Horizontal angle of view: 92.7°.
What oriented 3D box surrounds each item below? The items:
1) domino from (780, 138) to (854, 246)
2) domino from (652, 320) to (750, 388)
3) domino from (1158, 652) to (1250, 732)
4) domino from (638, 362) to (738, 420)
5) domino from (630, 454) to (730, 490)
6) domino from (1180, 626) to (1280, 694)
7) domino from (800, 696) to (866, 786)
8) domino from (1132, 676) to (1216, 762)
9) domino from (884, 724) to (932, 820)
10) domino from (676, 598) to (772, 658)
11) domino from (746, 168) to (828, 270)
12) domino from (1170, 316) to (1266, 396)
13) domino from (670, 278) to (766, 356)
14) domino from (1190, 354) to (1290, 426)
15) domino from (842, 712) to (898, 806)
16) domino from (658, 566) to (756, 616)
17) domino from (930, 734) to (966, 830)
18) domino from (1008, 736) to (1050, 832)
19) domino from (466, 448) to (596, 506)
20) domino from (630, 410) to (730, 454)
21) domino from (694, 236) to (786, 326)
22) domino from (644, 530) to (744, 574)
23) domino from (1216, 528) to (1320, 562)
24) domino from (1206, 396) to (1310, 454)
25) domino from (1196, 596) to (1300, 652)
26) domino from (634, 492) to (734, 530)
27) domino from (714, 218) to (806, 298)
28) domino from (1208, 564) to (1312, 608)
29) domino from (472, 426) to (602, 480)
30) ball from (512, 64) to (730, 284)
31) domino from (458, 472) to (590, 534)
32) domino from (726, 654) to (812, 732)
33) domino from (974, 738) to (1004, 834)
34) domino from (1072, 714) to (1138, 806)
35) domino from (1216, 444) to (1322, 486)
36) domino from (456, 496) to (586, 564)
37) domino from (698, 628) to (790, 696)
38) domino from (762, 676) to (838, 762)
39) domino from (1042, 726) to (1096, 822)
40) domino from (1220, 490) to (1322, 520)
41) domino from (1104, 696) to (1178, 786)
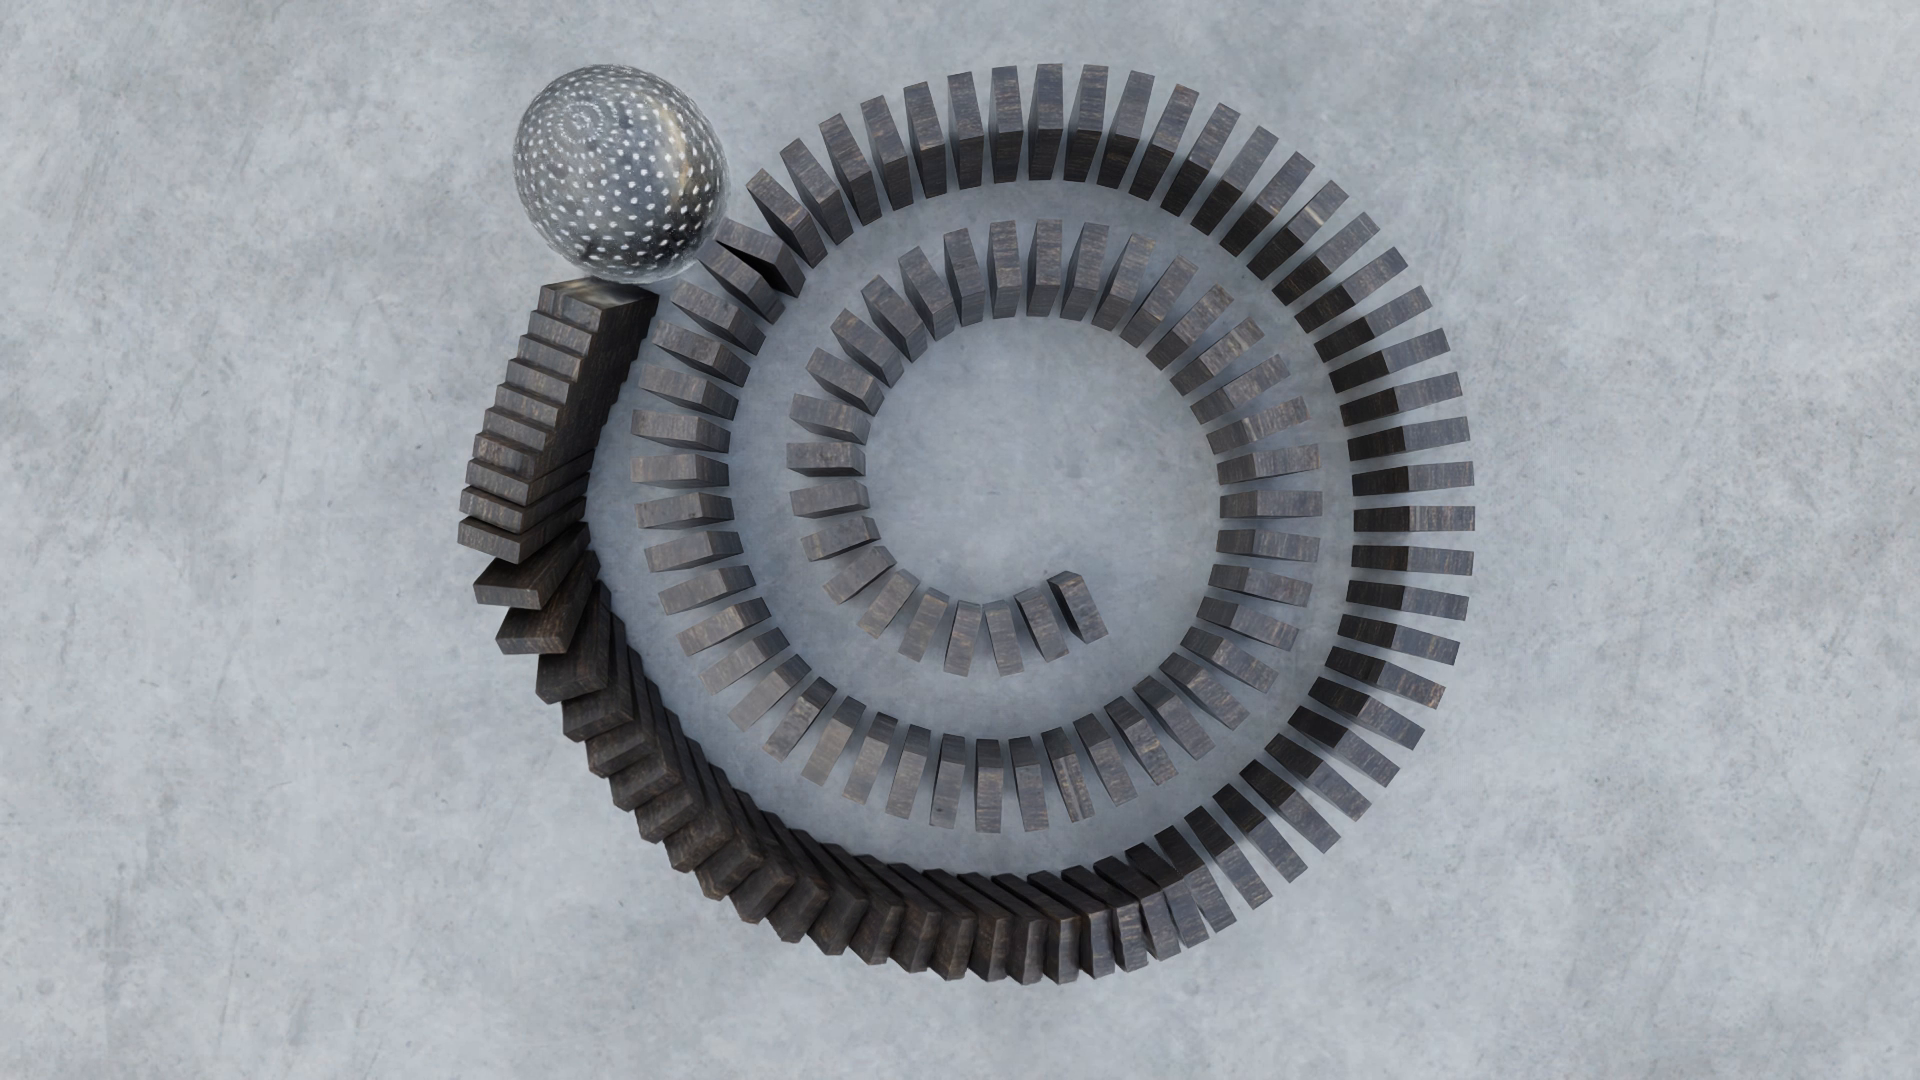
[{"bbox_3d":[-0.058,-0.141,0.375,0.010,0.050,0.025,-38,90,0],"label":"domino"},{"bbox_3d":[-0.105,-0.075,0.375,0.025,0.050,0.009,22,90,0],"label":"domino"},{"bbox_3d":[0.099,0.061,0.375,0.025,0.050,0.010,44,90,0],"label":"domino"},{"bbox_3d":[-0.110,-0.060,0.375,0.025,0.050,0.009,15,90,0],"label":"domino"},{"bbox_3d":[-0.113,-0.028,0.375,0.025,0.050,0.010,-3,90,0],"label":"domino"},{"bbox_3d":[0.109,0.048,0.375,0.025,0.050,0.009,32,90,0],"label":"domino"},{"bbox_3d":[-0.051,0.081,0.375,0.009,0.050,0.025,29,90,0],"label":"domino"},{"bbox_3d":[0.087,0.072,0.375,0.009,0.050,0.025,-38,90,0],"label":"domino"},{"bbox_3d":[-0.021,0.094,0.375,0.010,0.050,0.025,17,90,0],"label":"domino"},{"bbox_3d":[-0.095,0.035,0.375,0.025,0.050,0.010,-28,90,0],"label":"domino"},{"bbox_3d":[-0.070,-0.130,0.375,0.025,0.050,0.009,44,90,0],"label":"domino"},{"bbox_3d":[0.104,-0.074,0.375,0.025,0.050,0.009,-39,90,0],"label":"domino"},{"bbox_3d":[-0.098,-0.090,0.375,0.025,0.050,0.009,27,90,0],"label":"domino"},{"bbox_3d":[0.113,-0.061,0.375,0.025,0.050,0.009,-31,90,0],"label":"domino"},{"bbox_3d":[-0.036,0.088,0.375,0.010,0.050,0.025,23,90,0],"label":"domino"},{"bbox_3d":[-0.102,0.020,0.375,0.025,0.050,0.009,-22,90,0],"label":"domino"},{"bbox_3d":[-0.005,0.097,0.375,0.009,0.050,0.025,11,90,0],"label":"domino"},{"bbox_3d":[0.028,0.099,0.375,0.009,0.050,0.025,-9,90,0],"label":"domino"},{"bbox_3d":[-0.175,-0.031,0.375,0.025,0.050,0.010,22,113,0],"label":"domino"},{"bbox_3d":[-0.113,-0.044,0.375,0.025,0.050,0.010,7,90,0],"label":"domino"},{"bbox_3d":[-0.089,-0.105,0.375,0.025,0.050,0.010,37,90,0],"label":"domino"},{"bbox_3d":[-0.108,0.005,0.375,0.025,0.050,0.009,-16,90,0],"label":"domino"},{"bbox_3d":[0.125,0.002,0.375,0.025,0.050,0.010,8,90,0],"label":"domino"},{"bbox_3d":[0.121,-0.046,0.375,0.025,0.050,0.010,-22,90,0],"label":"domino"},{"bbox_3d":[0.116,0.034,0.375,0.025,0.050,0.009,22,90,0],"label":"domino"},{"bbox_3d":[-0.111,-0.011,0.375,0.025,0.050,0.010,-10,90,0],"label":"domino"},{"bbox_3d":[-0.081,-0.114,0.375,0.025,0.050,0.009,22,90,0],"label":"domino"},{"bbox_3d":[0.121,0.018,0.375,0.025,0.050,0.009,15,90,0],"label":"domino"},{"bbox_3d":[-0.172,-0.041,0.375,0.025,0.050,0.009,22,113,0],"label":"domino"},{"bbox_3d":[-0.131,-0.142,0.360,0.080,0.080,0.080,0,90,0],"label":"ball"},{"bbox_3d":[-0.177,-0.020,0.375,0.025,0.050,0.009,22,114,0],"label":"domino"},{"bbox_3d":[-0.077,0.062,0.375,0.025,0.050,0.009,-43,90,0],"label":"domino"},{"bbox_3d":[0.011,0.099,0.375,0.009,0.050,0.025,3,90,0],"label":"domino"},{"bbox_3d":[0.059,0.089,0.375,0.009,0.050,0.025,-25,90,0],"label":"domino"},{"bbox_3d":[0.125,-0.030,0.375,0.025,0.050,0.009,-8,90,0],"label":"domino"},{"bbox_3d":[-0.178,-0.009,0.375,0.025,0.050,0.009,20,115,0],"label":"domino"},{"bbox_3d":[-0.087,0.049,0.375,0.025,0.050,0.009,-34,90,0],"label":"domino"},{"bbox_3d":[-0.065,0.072,0.375,0.009,0.050,0.025,36,90,0],"label":"domino"},{"bbox_3d":[0.043,0.095,0.375,0.010,0.050,0.025,-18,90,0],"label":"domino"},{"bbox_3d":[0.126,-0.014,0.375,0.025,0.050,0.010,1,90,0],"label":"domino"},{"bbox_3d":[0.073,0.081,0.375,0.009,0.050,0.025,-31,90,0],"label":"domino"}]
